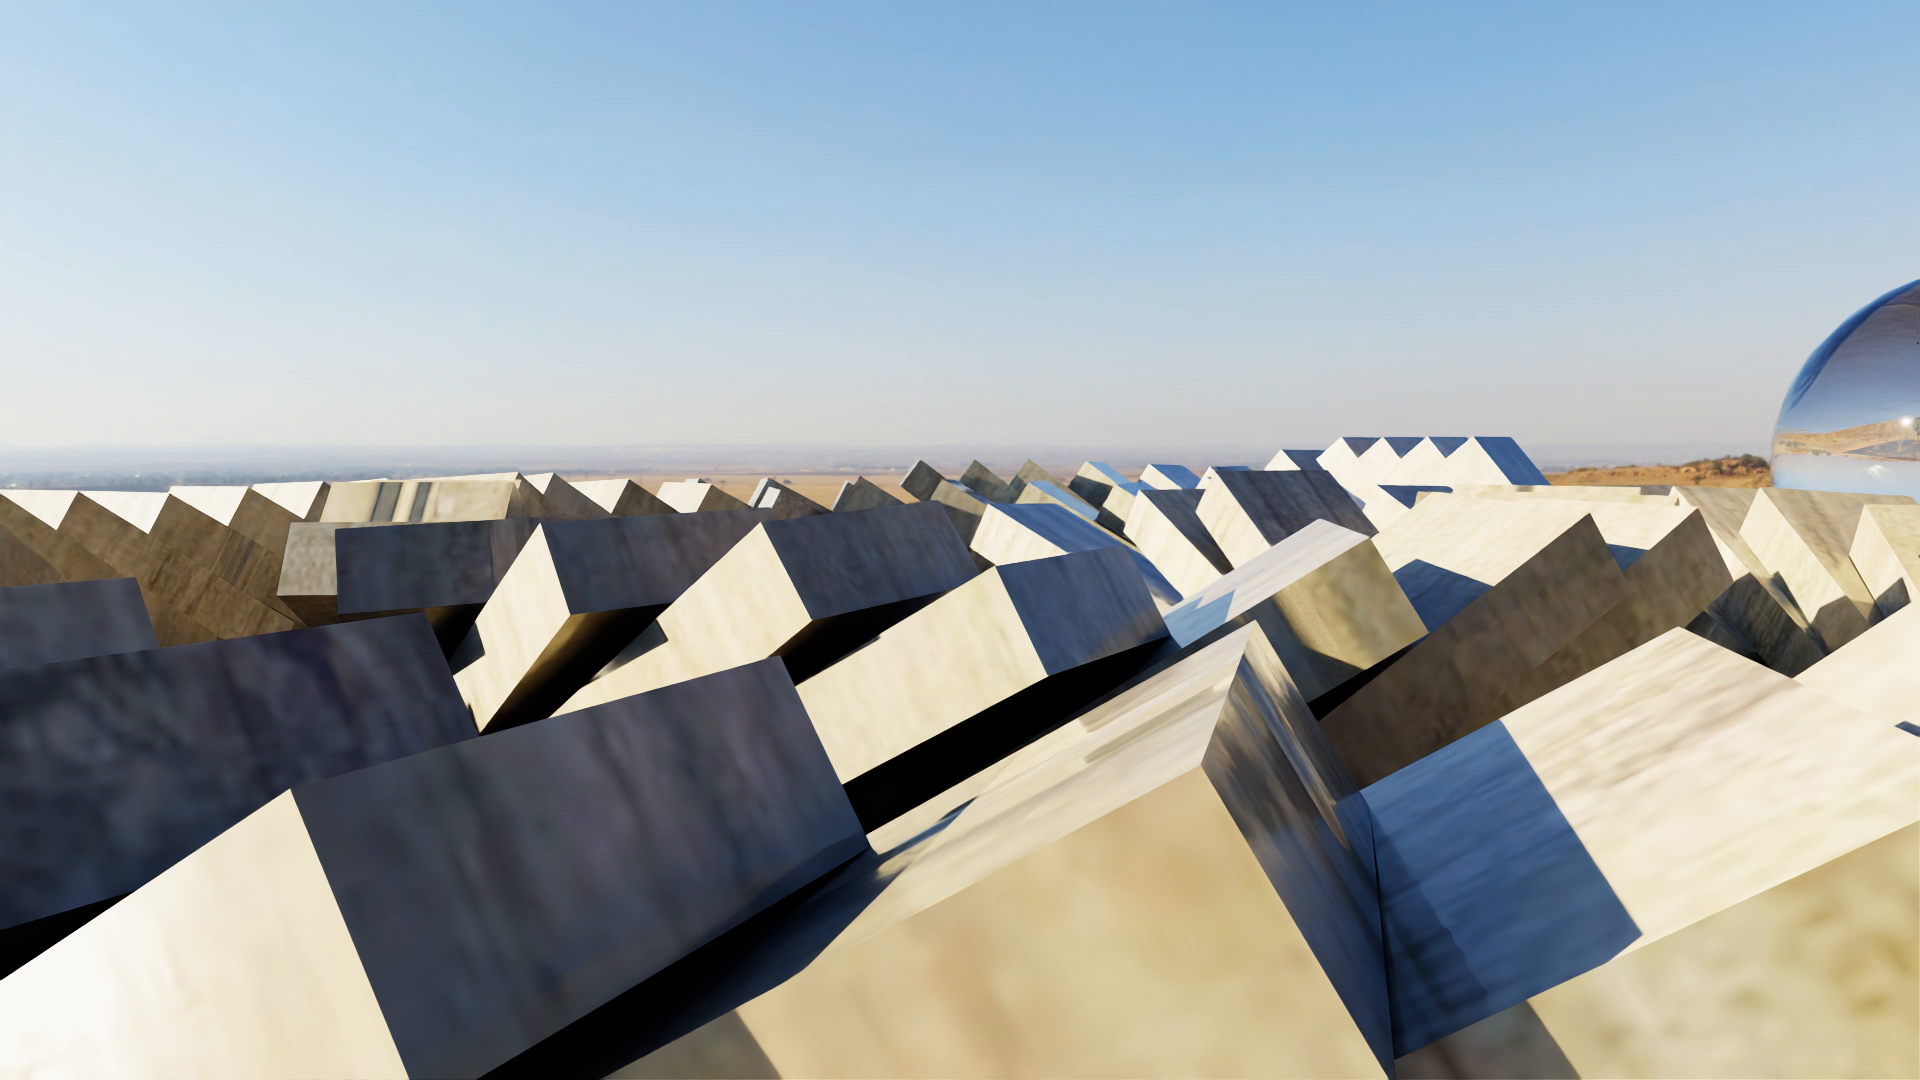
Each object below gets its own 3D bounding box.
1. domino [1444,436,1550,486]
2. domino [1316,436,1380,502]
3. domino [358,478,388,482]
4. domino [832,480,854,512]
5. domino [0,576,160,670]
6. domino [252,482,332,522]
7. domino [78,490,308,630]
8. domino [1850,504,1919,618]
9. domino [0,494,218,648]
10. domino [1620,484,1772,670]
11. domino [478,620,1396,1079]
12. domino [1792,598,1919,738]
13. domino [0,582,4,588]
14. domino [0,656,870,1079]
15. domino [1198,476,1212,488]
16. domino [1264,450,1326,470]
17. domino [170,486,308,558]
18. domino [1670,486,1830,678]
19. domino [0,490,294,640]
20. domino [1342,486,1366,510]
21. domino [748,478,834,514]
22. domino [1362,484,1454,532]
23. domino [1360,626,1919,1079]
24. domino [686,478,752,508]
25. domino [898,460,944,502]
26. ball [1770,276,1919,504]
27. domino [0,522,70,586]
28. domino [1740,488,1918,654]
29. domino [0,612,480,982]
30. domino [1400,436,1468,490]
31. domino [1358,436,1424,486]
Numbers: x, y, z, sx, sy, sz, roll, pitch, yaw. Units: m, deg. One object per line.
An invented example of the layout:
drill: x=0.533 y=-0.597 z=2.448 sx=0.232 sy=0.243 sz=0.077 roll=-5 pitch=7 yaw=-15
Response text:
domino: x=0.145 y=-0.004 z=0.322 sx=0.025 sy=0.050 sz=0.009 roll=-4 pitch=-34 yaw=-46
domino: x=0.121 y=-0.006 z=0.350 sx=0.025 sy=0.050 sz=0.009 roll=-4 pitch=-34 yaw=-46
domino: x=-0.121 y=0.002 z=0.301 sx=0.025 sy=0.009 sz=0.050 roll=-1 pitch=-28 yaw=40
domino: x=-0.013 y=-0.002 z=0.376 sx=0.050 sy=0.009 sz=0.025 roll=28 pitch=1 yaw=-7
domino: x=-0.067 y=0.020 z=0.071 sx=0.050 sy=0.009 sz=0.025 roll=-37 pitch=-17 yaw=31
domino: x=-0.129 y=0.004 z=0.284 sx=0.025 sy=0.010 sz=0.050 roll=0 pitch=-27 yaw=32
domino: x=-0.143 y=0.007 z=0.250 sx=0.025 sy=0.010 sz=0.050 roll=2 pitch=-26 yaw=24
domino: x=0.146 y=0.013 z=0.177 sx=0.025 sy=0.009 sz=0.050 roll=1 pitch=34 yaw=15
domino: x=-0.150 y=0.009 z=0.209 sx=0.025 sy=0.009 sz=0.050 roll=0 pitch=-29 yaw=10
domino: x=0.136 y=0.008 z=0.238 sx=0.025 sy=0.010 sz=0.050 roll=-1 pitch=36 yaw=-15
domino: x=-0.008 y=0.021 z=0.052 sx=0.050 sy=0.009 sz=0.025 roll=-32 pitch=-4 yaw=16
domino: x=0.032 y=0.021 z=0.053 sx=0.050 sy=0.009 sz=0.025 roll=-33 pitch=6 yaw=1
domino: x=-0.142 y=0.011 z=0.170 sx=0.025 sy=0.009 sz=0.050 roll=-4 pitch=-30 yaw=-10
domino: x=-0.031 y=0.022 z=0.056 sx=0.050 sy=0.009 sz=0.025 roll=-30 pitch=-9 yaw=24
domino: x=0.080 y=0.003 z=0.300 sx=0.050 sy=0.009 sz=0.025 roll=41 pitch=25 yaw=31
domino: x=0.110 y=-0.005 z=0.361 sx=0.025 sy=0.010 sz=0.050 roll=-3 pitch=48 yaw=-46
domino: x=-0.137 y=0.005 z=0.267 sx=0.025 sy=0.009 sz=0.050 roll=1 pitch=-27 yaw=29
domino: x=0.145 y=0.009 z=0.220 sx=0.025 sy=0.009 sz=0.050 roll=2 pitch=35 yaw=-4
domino: x=-0.148 y=0.008 z=0.229 sx=0.025 sy=0.010 sz=0.050 roll=1 pitch=-28 yaw=18
domino: x=0.095 y=0.003 z=0.289 sx=0.025 sy=0.009 sz=0.050 roll=2 pitch=33 yaw=-46
domino: x=-0.036 y=-0.002 z=0.369 sx=0.050 sy=0.009 sz=0.025 roll=28 pitch=-5 yaw=-13
domino: x=0.112 y=0.005 z=0.274 sx=0.025 sy=0.009 sz=0.050 roll=-1 pitch=34 yaw=-33
domino: x=0.010 y=0.022 z=0.049 sx=0.050 sy=0.009 sz=0.025 roll=-32 pitch=-3 yaw=14
domino: x=-0.055 y=-0.001 z=0.361 sx=0.050 sy=0.010 sz=0.025 roll=29 pitch=-8 yaw=-18
domino: x=0.005 y=-0.005 z=0.378 sx=0.050 sy=0.009 sz=0.025 roll=37 pitch=0 yaw=-5
ball: x=0.212 y=-0.017 z=0.262 sx=0.080 sy=0.080 sz=0.080 roll=0 pitch=4 yaw=0
domino: x=-0.146 y=0.010 z=0.189 sx=0.025 sy=0.010 sz=0.050 roll=-2 pitch=-30 yaw=-4
domino: x=0.147 y=0.010 z=0.201 sx=0.025 sy=0.010 sz=0.050 roll=4 pitch=35 yaw=3
domino: x=-0.049 y=0.021 z=0.063 sx=0.050 sy=0.009 sz=0.025 roll=-33 pitch=-12 yaw=26
domino: x=0.138 y=-0.004 z=0.332 sx=0.025 sy=0.050 sz=0.009 roll=-4 pitch=-34 yaw=-46
domino: x=0.129 y=-0.005 z=0.341 sx=0.025 sy=0.050 sz=0.009 roll=-5 pitch=-34 yaw=-46
